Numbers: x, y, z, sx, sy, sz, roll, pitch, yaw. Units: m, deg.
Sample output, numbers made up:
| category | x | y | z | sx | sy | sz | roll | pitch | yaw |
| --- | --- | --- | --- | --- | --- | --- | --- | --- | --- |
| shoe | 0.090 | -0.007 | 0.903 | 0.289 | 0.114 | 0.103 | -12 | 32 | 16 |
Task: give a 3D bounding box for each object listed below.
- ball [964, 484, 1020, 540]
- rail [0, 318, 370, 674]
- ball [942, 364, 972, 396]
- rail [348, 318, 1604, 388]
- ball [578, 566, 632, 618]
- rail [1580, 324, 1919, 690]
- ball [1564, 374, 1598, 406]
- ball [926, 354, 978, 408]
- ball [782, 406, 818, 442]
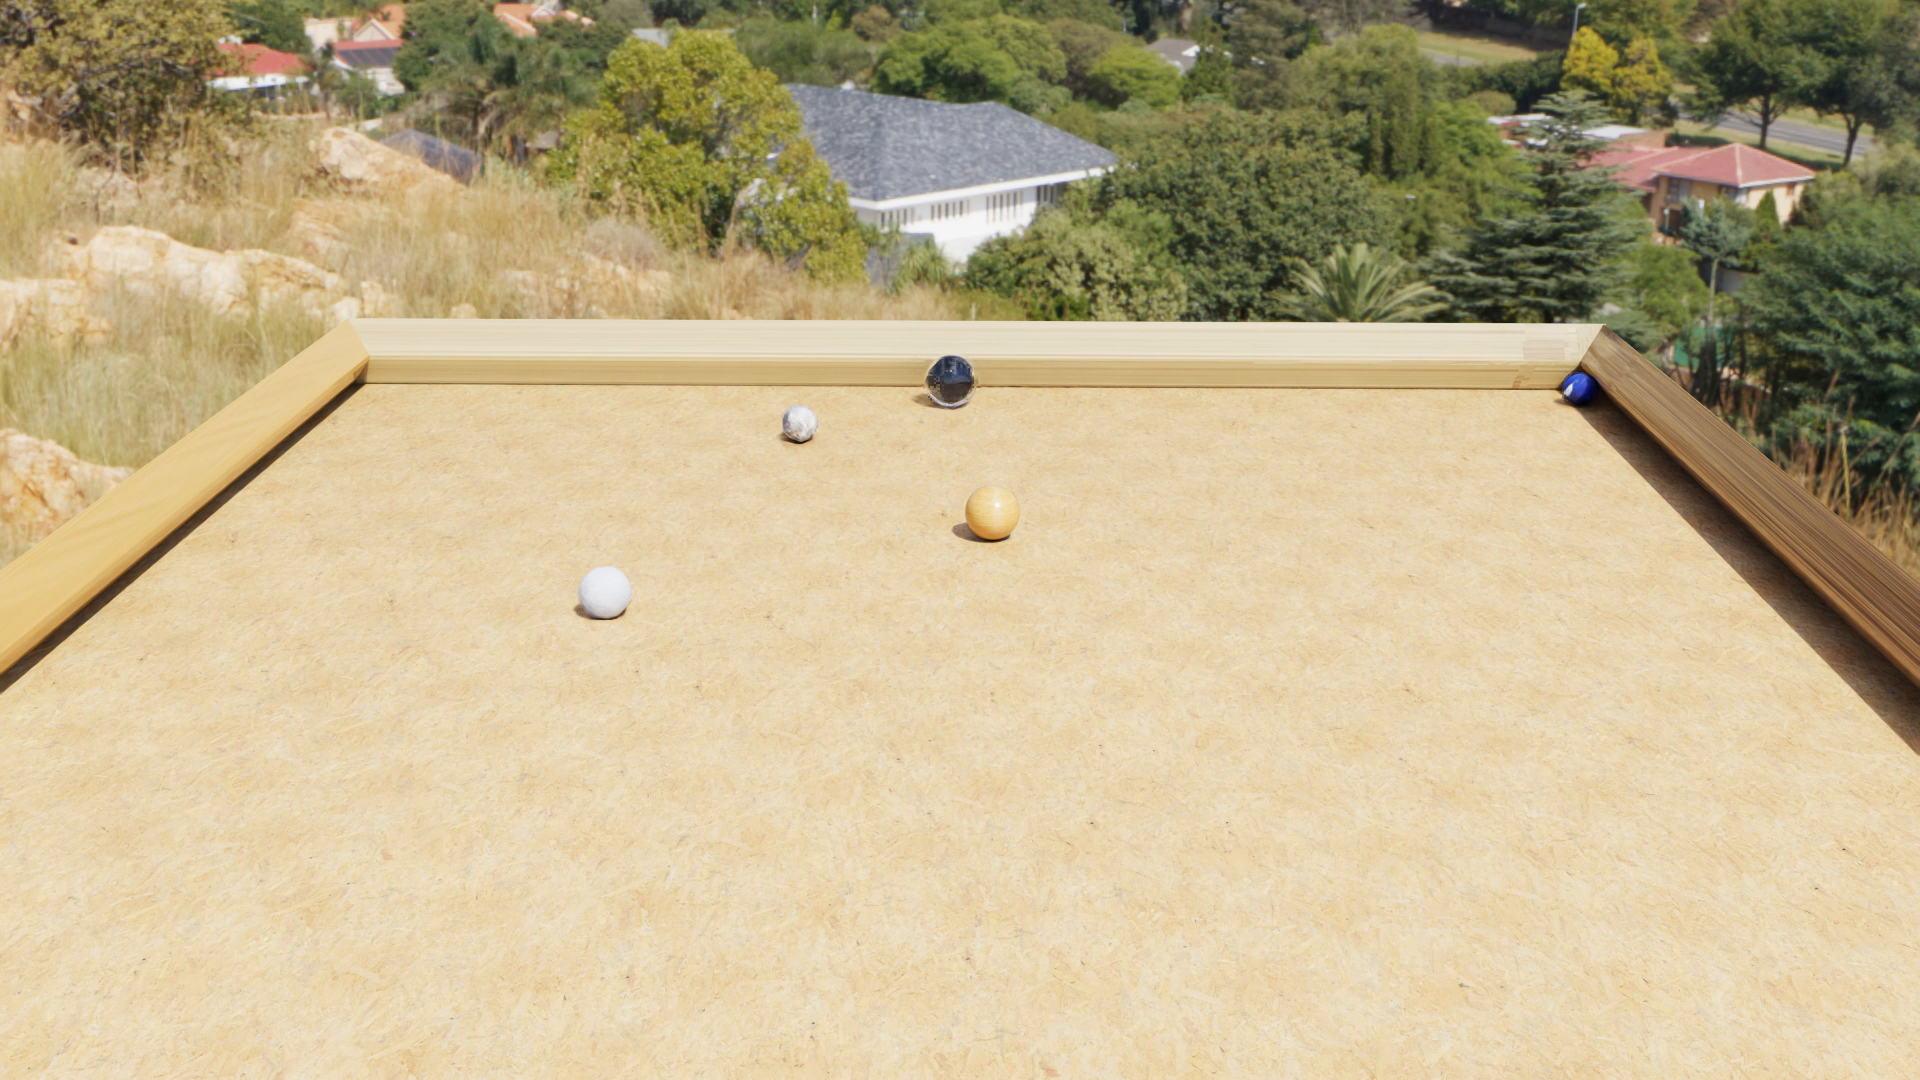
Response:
| category | x | y | z | sx | sy | sz | roll | pitch | yaw |
| --- | --- | --- | --- | --- | --- | --- | --- | --- | --- |
| ball | 0.041 | -0.035 | 2.775 | 0.070 | 0.070 | 0.070 | 0 | 18 | 0 |
| rail | -1.005 | 0.249 | 1.824 | 0.045 | 0.106 | 3.651 | 0 | 18 | 1 |
| ball | -0.005 | -0.255 | 3.496 | 0.050 | 0.050 | 0.050 | 0 | 18 | 0 |
| rail | 0.019 | -0.293 | 3.521 | 2.019 | 0.106 | 0.045 | 0 | 18 | 1 |
| ball | -0.403 | 0.059 | 2.499 | 0.059 | 0.059 | 0.059 | 0 | 18 | 0 |
| rail | 0.966 | 0.262 | 1.784 | 0.045 | 0.106 | 3.651 | 0 | 18 | 1 |
| ball | 0.969 | -0.235 | 3.435 | 0.050 | 0.050 | 0.050 | 0 | 18 | 0 |
| ball | -0.013 | -0.248 | 3.422 | 0.082 | 0.082 | 0.082 | 0 | 18 | 0 |
| ball | -0.235 | -0.171 | 3.229 | 0.052 | 0.052 | 0.052 | 0 | 18 | 0 |
